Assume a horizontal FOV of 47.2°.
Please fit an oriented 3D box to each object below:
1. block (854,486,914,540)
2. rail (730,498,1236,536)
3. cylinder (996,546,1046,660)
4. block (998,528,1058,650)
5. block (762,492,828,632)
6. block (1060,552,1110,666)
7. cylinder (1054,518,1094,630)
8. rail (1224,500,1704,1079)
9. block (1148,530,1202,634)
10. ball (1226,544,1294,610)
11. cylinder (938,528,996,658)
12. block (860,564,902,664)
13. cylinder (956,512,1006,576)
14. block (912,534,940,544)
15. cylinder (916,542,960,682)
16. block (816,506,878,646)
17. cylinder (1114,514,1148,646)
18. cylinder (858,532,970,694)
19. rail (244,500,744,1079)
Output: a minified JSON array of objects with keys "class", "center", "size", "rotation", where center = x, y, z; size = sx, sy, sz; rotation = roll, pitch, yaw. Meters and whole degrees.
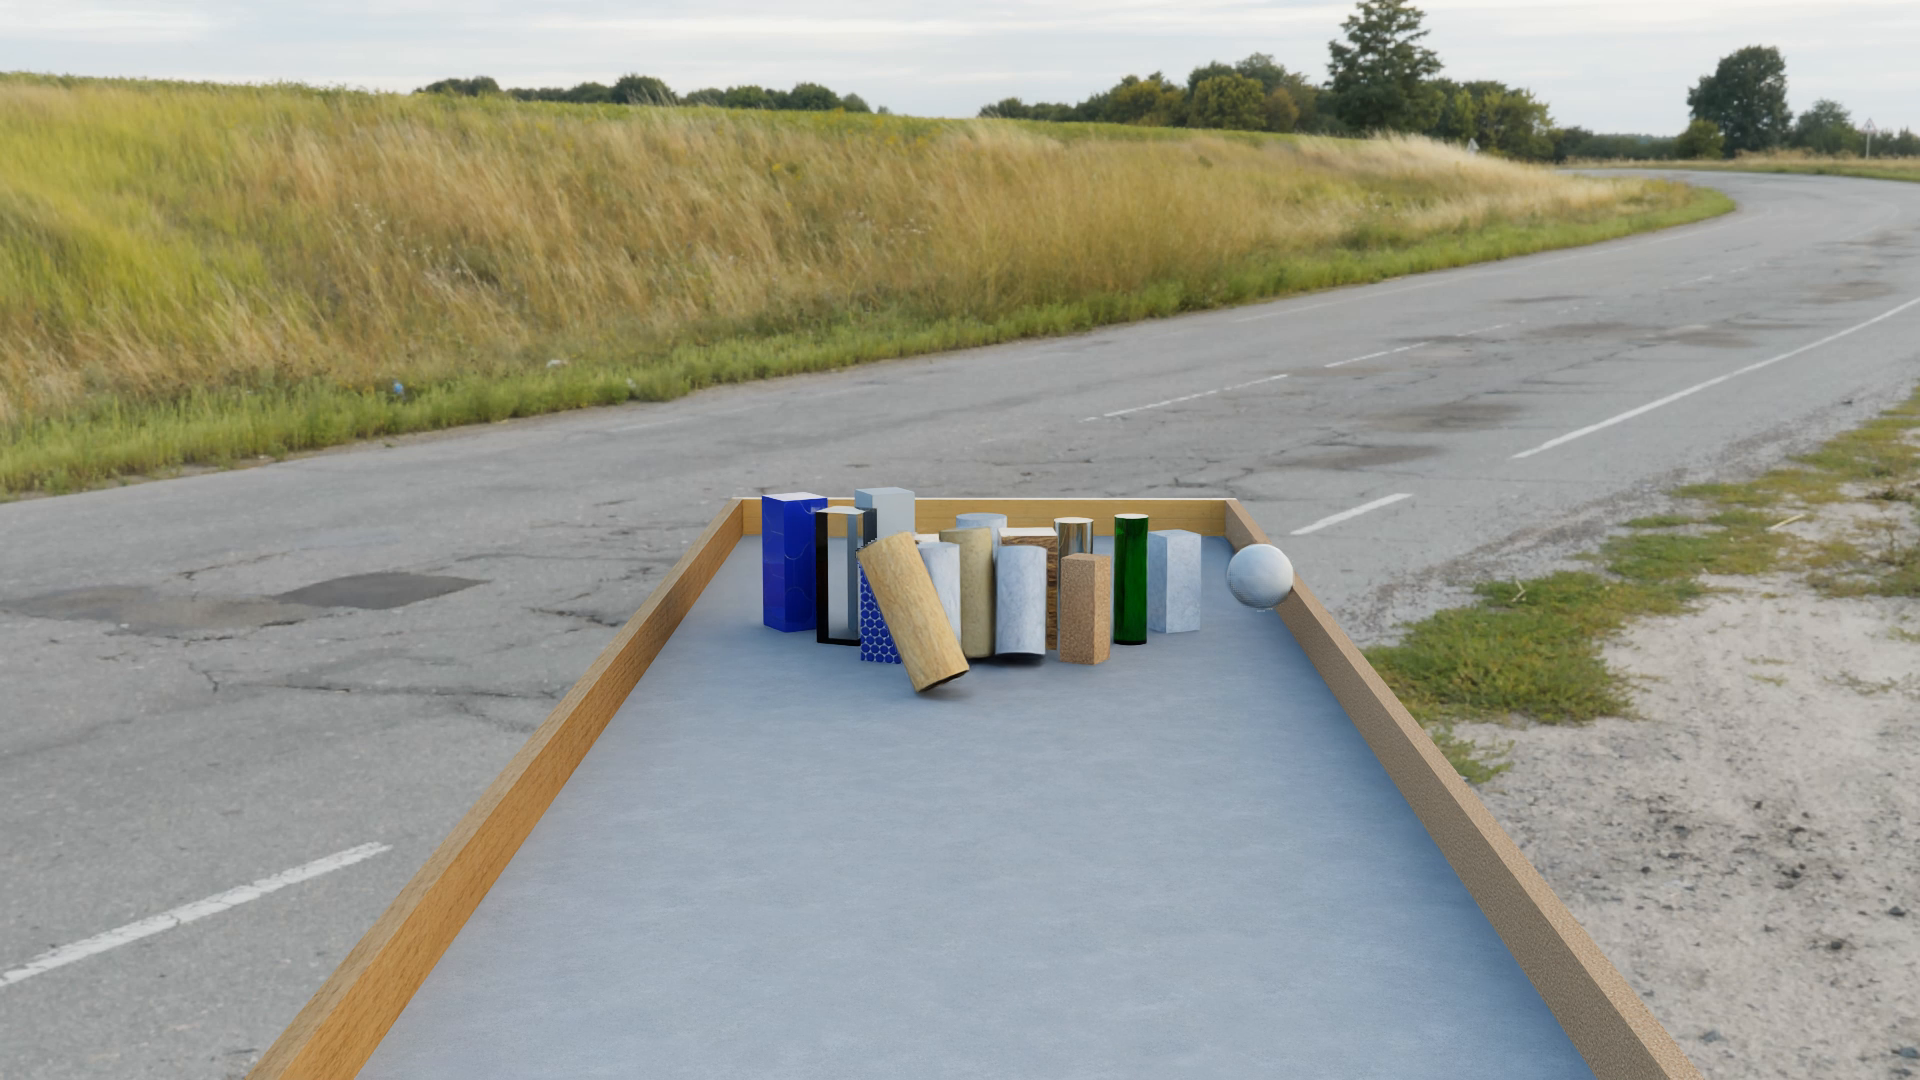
[{"class":"block","center":[-0.245,0.063,7.175],"size":[0.148,0.450,0.148],"rotation":[-4,10,-25]},{"class":"rail","center":[0.099,-0.098,9.147],"size":[2.100,0.150,0.050],"rotation":[0,9,1]},{"class":"cylinder","center":[0.185,0.191,6.661],"size":[0.153,0.325,0.153],"rotation":[1,-11,0]},{"class":"block","center":[0.211,0.151,6.908],"size":[0.173,0.359,0.173],"rotation":[-1,9,-4]},{"class":"block","center":[-0.539,0.071,7.189],"size":[0.159,0.430,0.159],"rotation":[-5,11,-31]},{"class":"block","center":[0.381,0.208,6.678],"size":[0.113,0.318,0.113],"rotation":[5,10,28]},{"class":"cylinder","center":[0.368,0.112,7.167],"size":[0.129,0.356,0.129],"rotation":[0,9,0]},{"class":"rail","center":[1.046,0.843,3.208],"size":[0.050,0.150,12.000],"rotation":[0,9,1]},{"class":"block","center":[0.694,0.133,7.170],"size":[0.131,0.314,0.131],"rotation":[-5,10,-27]},{"class":"ball","center":[0.970,0.118,7.107],"size":[0.214,0.214,0.214],"rotation":[0,9,0]},{"class":"cylinder","center":[0.031,0.160,6.705],"size":[0.161,0.386,0.161],"rotation":[-5,2,0]},{"class":"block","center":[-0.217,0.208,6.702],"size":[0.127,0.312,0.127],"rotation":[4,10,24]},{"class":"cylinder","center":[0.071,0.101,7.223],"size":[0.168,0.360,0.168],"rotation":[0,9,0]},{"class":"block","center":[-0.106,0.157,6.959],"size":[0.146,0.332,0.146],"rotation":[4,10,22]},{"class":"cylinder","center":[-0.073,0.210,6.422],"size":[0.147,0.391,0.147],"rotation":[0,7,0]},{"class":"block","center":[-0.358,0.112,6.962],"size":[0.145,0.419,0.145],"rotation":[4,10,23]},{"class":"cylinder","center":[0.539,0.124,6.938],"size":[0.106,0.404,0.106],"rotation":[0,9,0]},{"class":"cylinder","center":[-0.133,0.205,6.256],"size":[0.166,0.430,0.166],"rotation":[-23,-8,-3]},{"class":"rail","center":[-1.004,0.839,3.234],"size":[0.050,0.150,12.000],"rotation":[0,9,1]}]
